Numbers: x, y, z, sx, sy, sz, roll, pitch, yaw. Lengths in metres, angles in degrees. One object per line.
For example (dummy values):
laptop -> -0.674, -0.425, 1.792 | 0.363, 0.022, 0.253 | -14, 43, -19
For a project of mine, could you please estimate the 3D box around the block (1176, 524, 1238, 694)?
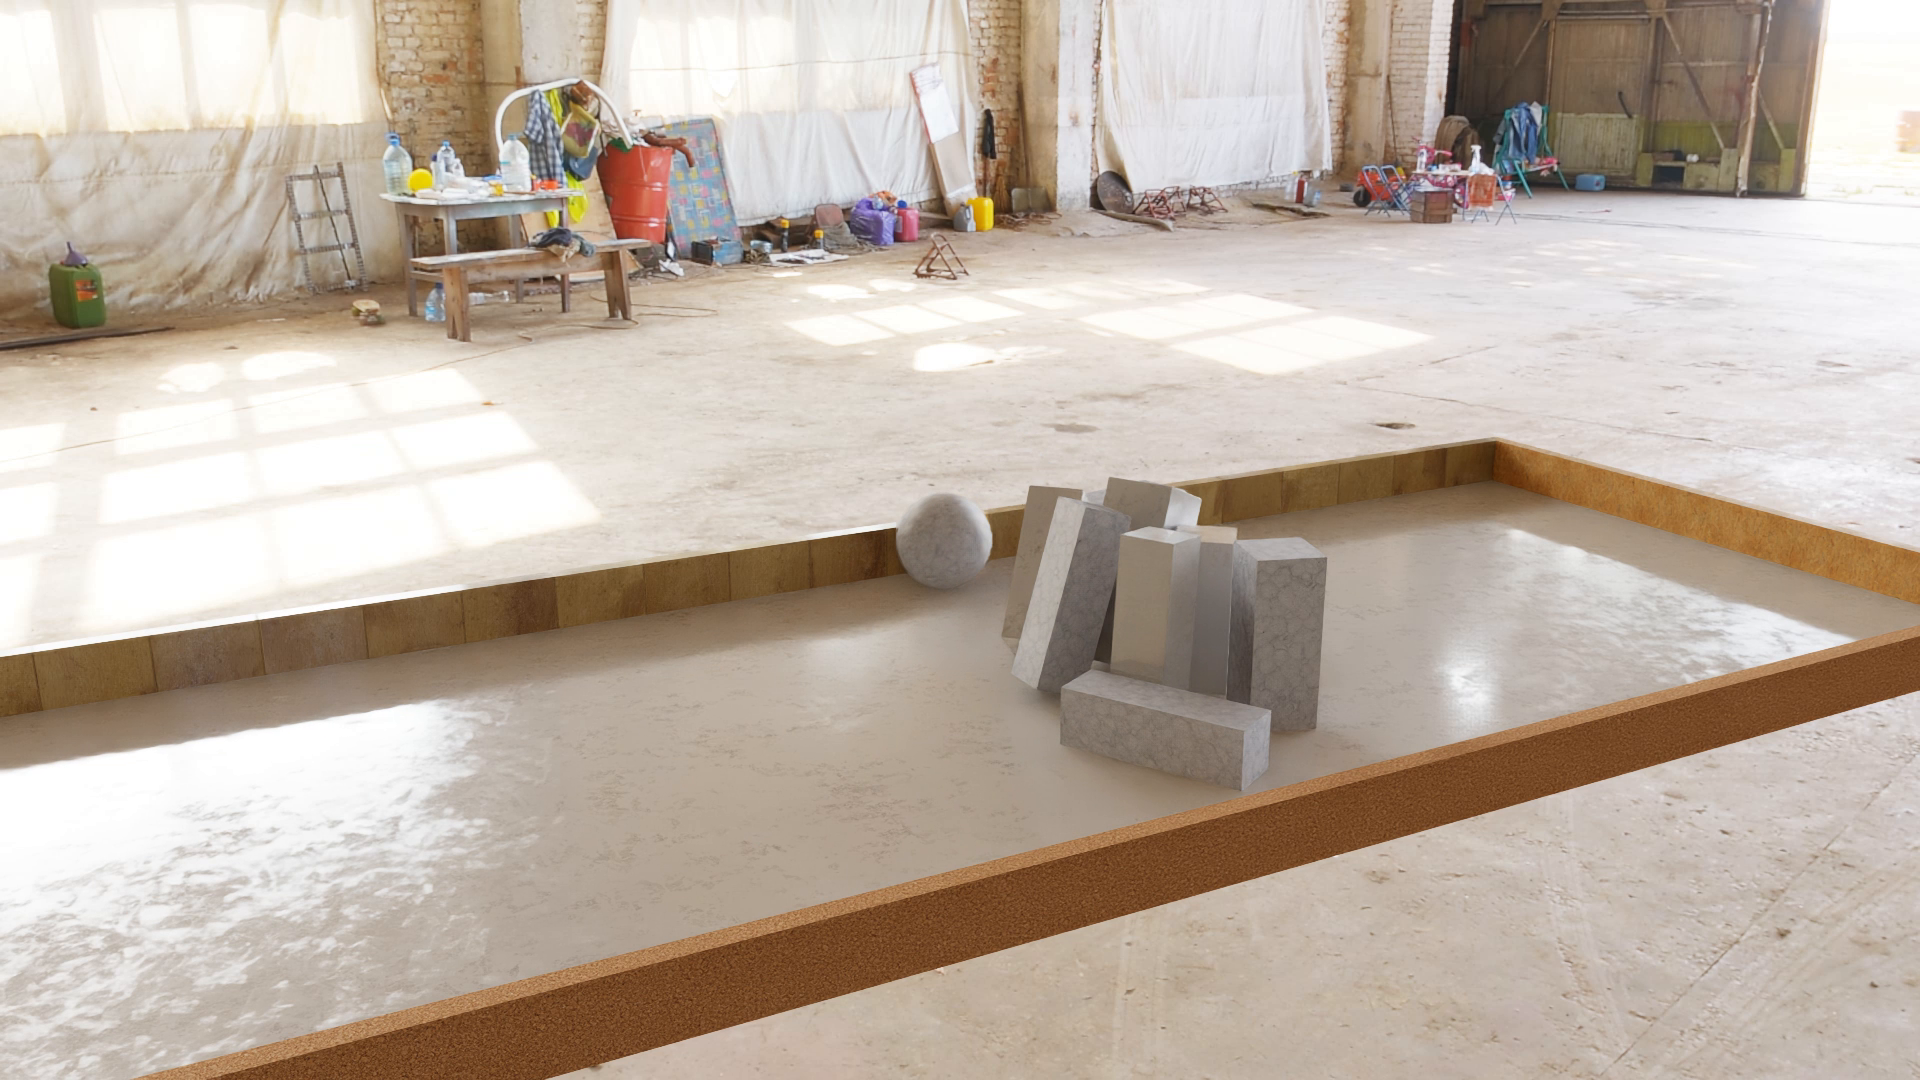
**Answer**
block -> 0.600, 0.171, 4.085 | 0.145, 0.388, 0.145 | 4, 17, 12

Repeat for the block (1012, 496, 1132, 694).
block -> 0.271, 0.138, 4.035 | 0.135, 0.456, 0.135 | 11, 8, -28

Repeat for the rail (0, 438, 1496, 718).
rail -> -3.305, 0.497, 3.399 | 12.000, 0.150, 0.050 | -9, 18, -27

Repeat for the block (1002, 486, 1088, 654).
block -> 0.231, 0.084, 4.316 | 0.145, 0.422, 0.145 | 5, -20, 17

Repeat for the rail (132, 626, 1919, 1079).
rail -> -2.336, 1.006, 1.665 | 12.000, 0.150, 0.050 | -9, 18, -27

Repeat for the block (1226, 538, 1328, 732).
block -> 0.737, 0.221, 3.859 | 0.165, 0.419, 0.165 | -3, 17, -9

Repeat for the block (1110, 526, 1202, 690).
block -> 0.449, 0.208, 3.830 | 0.137, 0.450, 0.137 | 11, 14, 33

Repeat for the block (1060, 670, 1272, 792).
block -> 0.454, 0.419, 3.683 | 0.449, 0.139, 0.139 | 11, 19, 32

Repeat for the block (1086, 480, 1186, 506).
block -> 0.420, -0.038, 4.663 | 0.459, 0.165, 0.165 | -14, 21, -39

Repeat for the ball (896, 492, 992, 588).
ball -> -0.046, 0.000, 4.855 | 0.282, 0.282, 0.282 | 0, 16, 0

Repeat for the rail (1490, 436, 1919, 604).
rail -> 2.466, -0.048, 5.253 | 0.050, 0.150, 2.100 | -9, 18, -27

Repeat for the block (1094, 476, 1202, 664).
block -> 0.446, 0.092, 4.171 | 0.179, 0.458, 0.179 | 11, -3, 33
